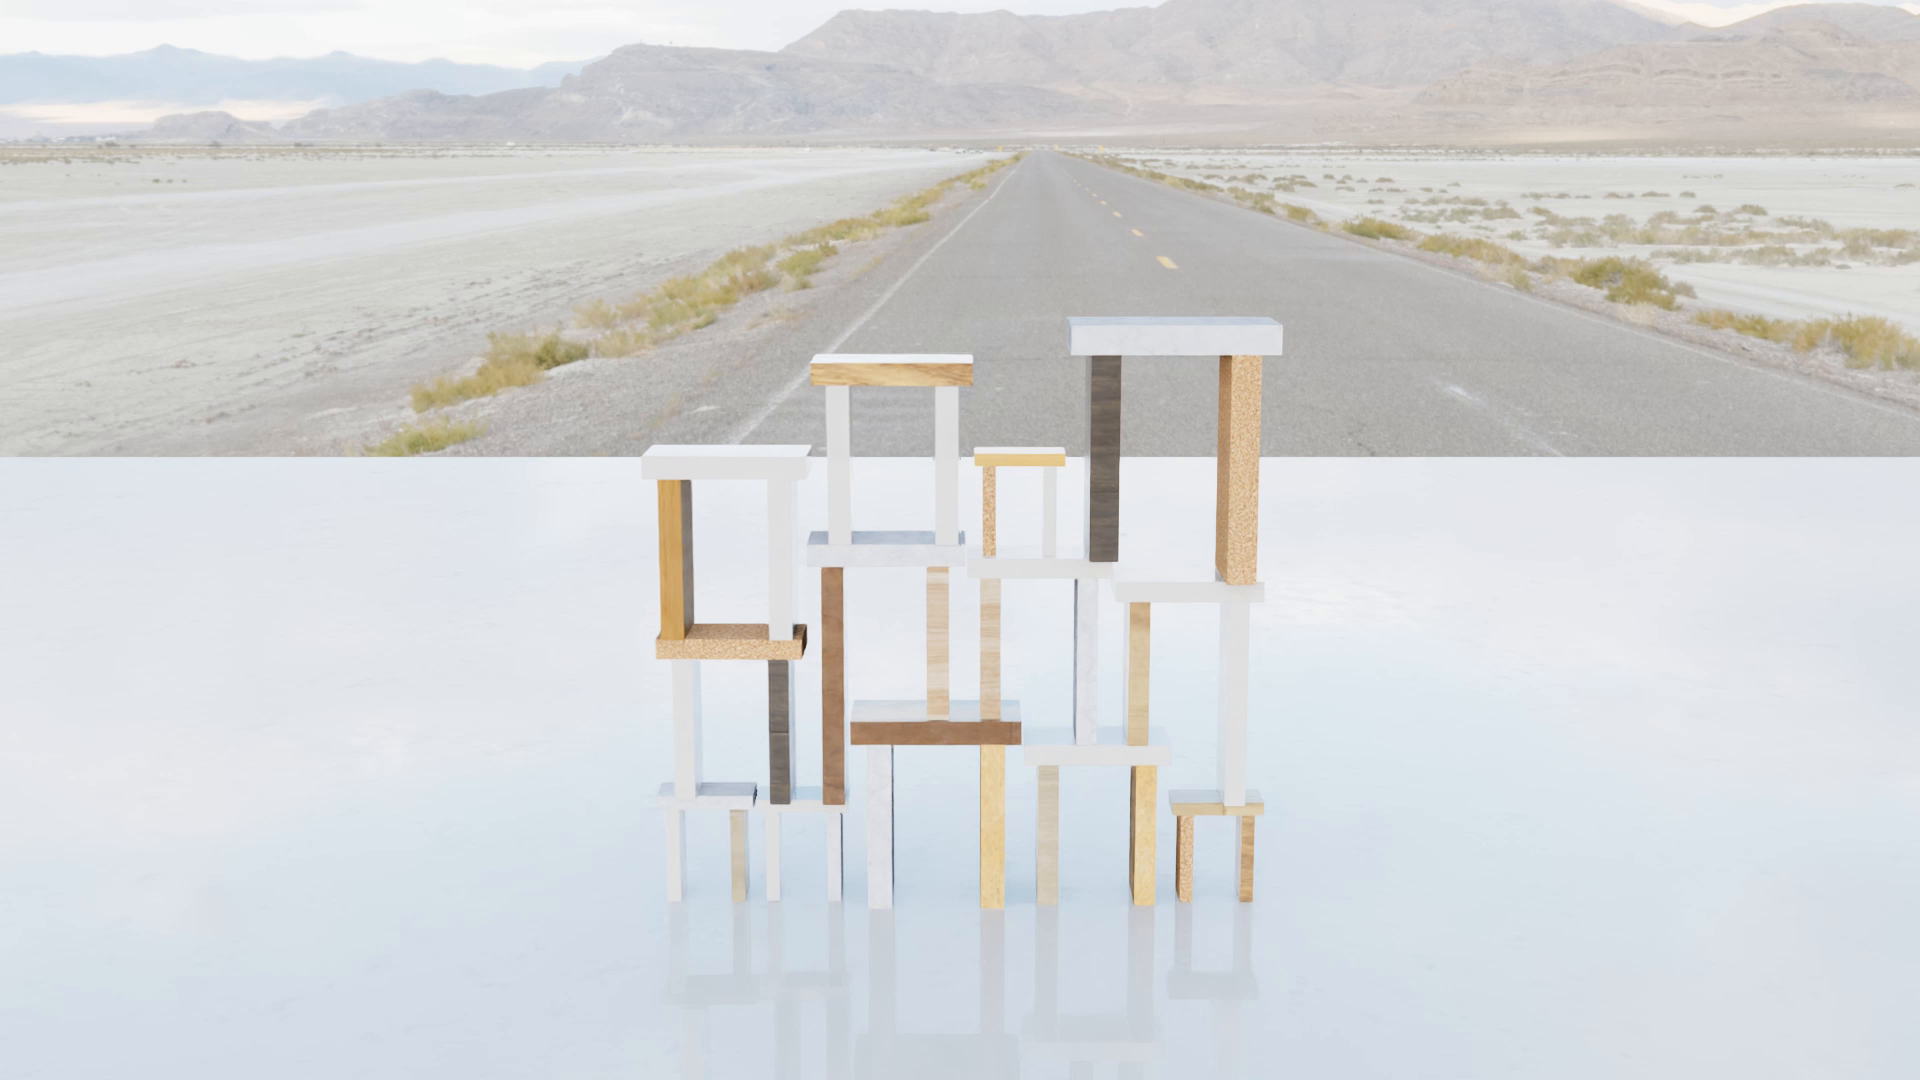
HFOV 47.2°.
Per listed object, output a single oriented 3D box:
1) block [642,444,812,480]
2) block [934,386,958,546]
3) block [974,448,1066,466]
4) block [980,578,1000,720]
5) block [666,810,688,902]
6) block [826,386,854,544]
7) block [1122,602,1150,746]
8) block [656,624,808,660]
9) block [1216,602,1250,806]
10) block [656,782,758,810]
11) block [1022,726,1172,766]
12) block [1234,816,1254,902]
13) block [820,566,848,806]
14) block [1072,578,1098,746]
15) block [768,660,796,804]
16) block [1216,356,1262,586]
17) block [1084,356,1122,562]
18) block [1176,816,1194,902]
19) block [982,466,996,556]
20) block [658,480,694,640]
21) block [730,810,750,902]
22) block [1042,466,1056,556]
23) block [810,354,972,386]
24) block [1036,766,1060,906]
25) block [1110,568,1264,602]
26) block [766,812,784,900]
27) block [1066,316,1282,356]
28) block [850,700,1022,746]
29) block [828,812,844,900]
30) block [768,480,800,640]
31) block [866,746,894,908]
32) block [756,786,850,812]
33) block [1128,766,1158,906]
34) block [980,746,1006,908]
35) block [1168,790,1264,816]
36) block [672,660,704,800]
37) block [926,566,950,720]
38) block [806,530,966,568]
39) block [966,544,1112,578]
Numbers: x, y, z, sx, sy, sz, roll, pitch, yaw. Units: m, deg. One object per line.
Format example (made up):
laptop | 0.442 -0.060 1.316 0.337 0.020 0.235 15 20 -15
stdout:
block | -0.372 -0.126 3.537 0.260 0.037 0.130 0 11 1
block | -0.022 -0.129 3.534 0.036 0.254 0.127 0 11 -1
block | 0.096 -0.134 3.537 0.145 0.021 0.072 0 11 0
block | 0.049 0.165 3.593 0.033 0.232 0.116 0 11 0
block | -0.471 0.512 3.655 0.022 0.158 0.079 0 11 0
block | -0.192 -0.129 3.533 0.036 0.254 0.127 0 11 0
block | 0.288 0.206 3.597 0.034 0.238 0.119 0 11 0
block | -0.371 0.165 3.588 0.235 0.033 0.117 0 11 1
block | 0.447 0.256 3.606 0.034 0.339 0.119 0 11 0
block | -0.418 0.423 3.639 0.158 0.022 0.079 0 11 0
block | 0.224 0.338 3.625 0.238 0.034 0.119 0 11 0
block | 0.472 0.517 3.651 0.021 0.149 0.075 0 11 0
block | -0.204 0.225 3.601 0.036 0.395 0.126 0 11 0
block | 0.205 0.187 3.596 0.033 0.275 0.116 0 11 0
block | -0.292 0.301 3.613 0.033 0.242 0.117 0 11 1
block | 0.446 -0.123 3.532 0.046 0.365 0.164 0 11 0
block | 0.228 -0.141 3.529 0.046 0.328 0.164 0 11 0
block | 0.373 0.517 3.651 0.021 0.149 0.075 0 11 0
block | 0.047 -0.053 3.552 0.021 0.145 0.072 0 11 0
block | -0.459 0.021 3.563 0.037 0.260 0.130 0 11 1
block | -0.366 0.512 3.654 0.022 0.158 0.079 0 11 0
block | 0.144 -0.052 3.552 0.021 0.145 0.072 0 11 0
block | -0.107 -0.271 3.508 0.254 0.036 0.127 0 11 0
block | 0.144 0.472 3.649 0.034 0.239 0.119 0 11 0
block | 0.368 0.072 3.572 0.238 0.034 0.119 0 11 0
block | -0.309 0.514 3.659 0.022 0.152 0.076 0 11 0
block | 0.337 -0.325 3.495 0.328 0.046 0.164 0 11 0
block | -0.039 0.299 3.613 0.276 0.039 0.138 0 11 0
block | -0.207 0.514 3.659 0.022 0.152 0.076 0 11 0
block | -0.286 0.021 3.561 0.037 0.260 0.130 0 11 1
block | -0.131 0.455 3.642 0.039 0.276 0.138 0 11 0
block | -0.259 0.429 3.642 0.152 0.022 0.076 0 11 0
block | 0.303 0.472 3.649 0.034 0.239 0.119 0 11 0
block | 0.053 0.455 3.642 0.039 0.276 0.138 0 11 0
block | 0.423 0.434 3.635 0.149 0.021 0.075 0 11 0
block | -0.448 0.297 3.615 0.033 0.235 0.117 0 11 0
block | -0.036 0.155 3.590 0.036 0.253 0.126 0 11 0
block | -0.118 0.014 3.561 0.253 0.036 0.126 0 11 -1
block | 0.127 0.035 3.568 0.232 0.033 0.116 0 11 0
